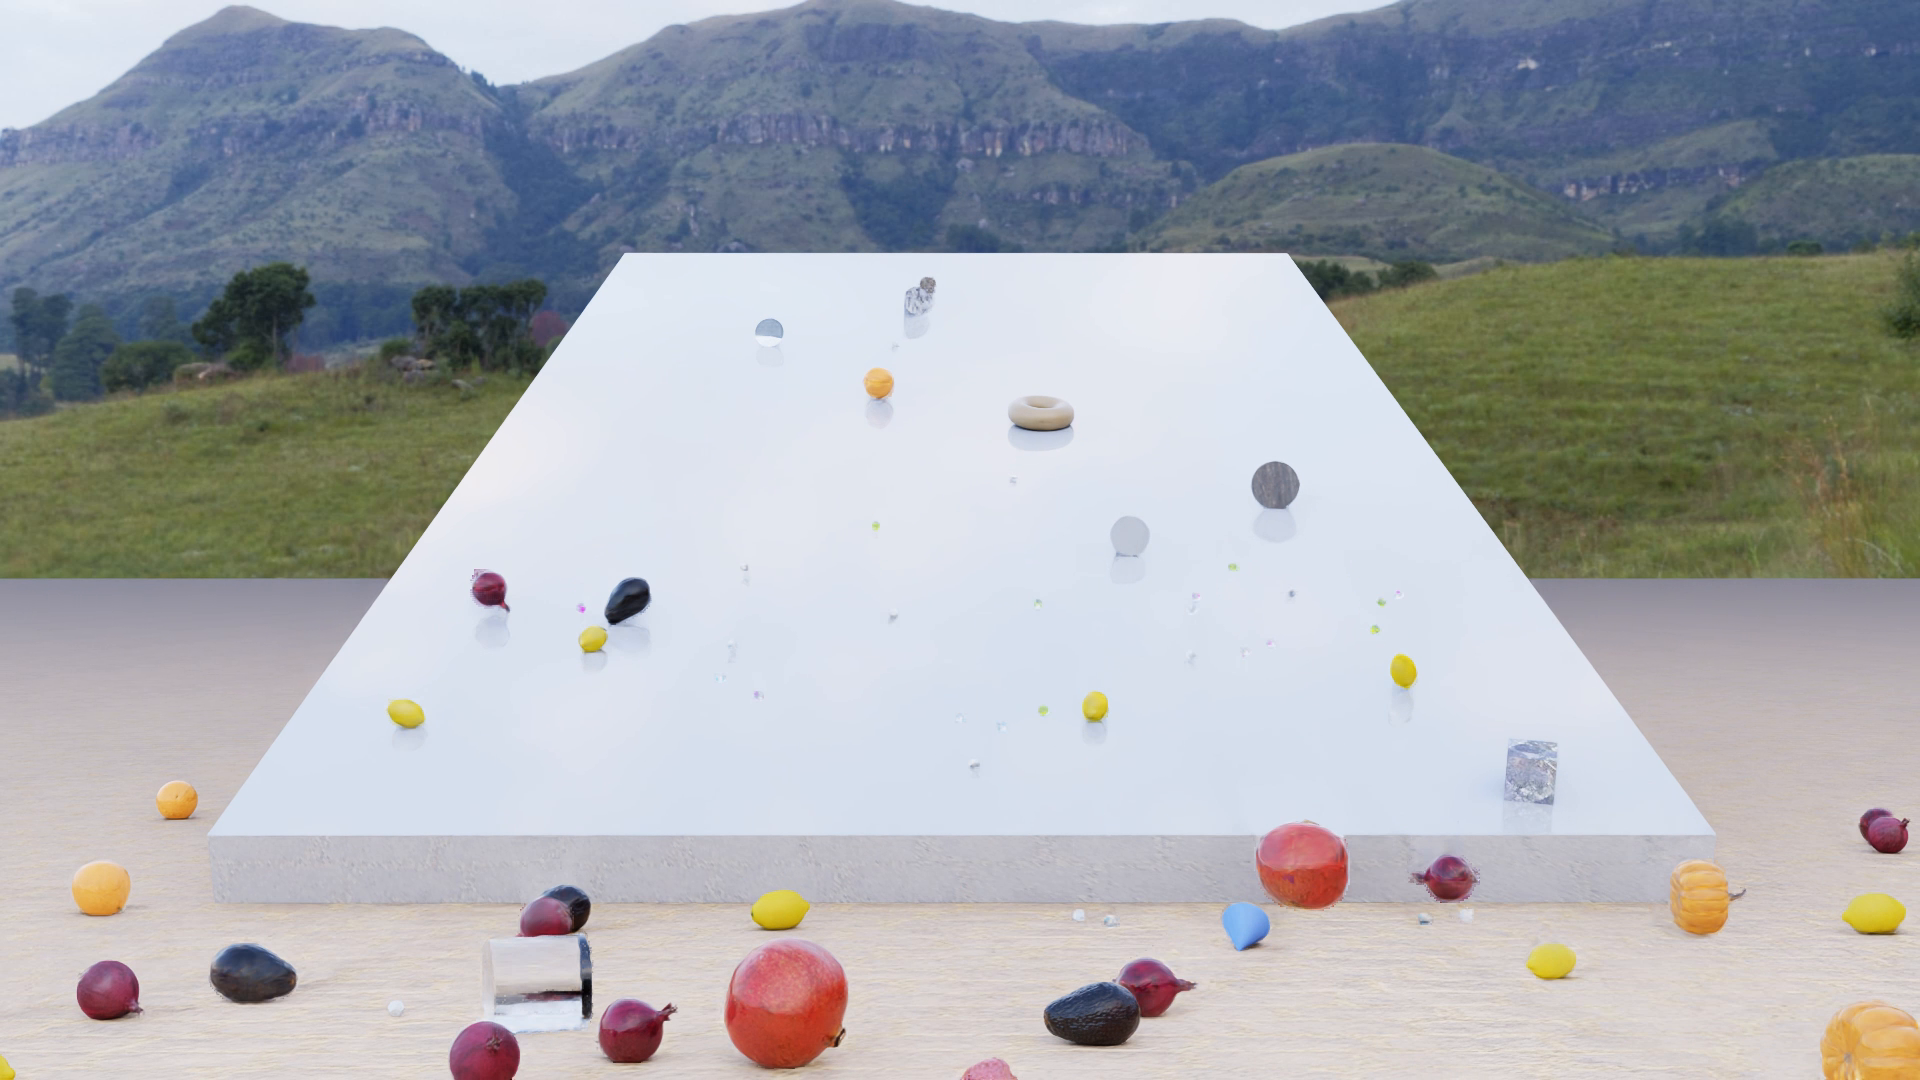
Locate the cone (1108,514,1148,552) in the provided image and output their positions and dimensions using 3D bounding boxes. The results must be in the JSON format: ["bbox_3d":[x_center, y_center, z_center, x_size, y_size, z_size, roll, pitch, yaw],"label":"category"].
[{"bbox_3d":[0.304,-0.002,4.104,0.074,0.074,0.074,0,-20,0],"label":"cone"}]

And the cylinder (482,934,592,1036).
[{"bbox_3d":[-0.408,0.428,2.160,0.091,0.091,0.091,0,-1,-20],"label":"cylinder"}]

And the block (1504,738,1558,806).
[{"bbox_3d":[0.786,0.319,3.087,0.065,0.065,0.065,5,19,13],"label":"block"}]

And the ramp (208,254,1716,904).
[{"bbox_3d":[-0.004,-0.190,4.884,2.000,0.100,4.000,0,18,0],"label":"ramp"}]

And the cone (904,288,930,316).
[{"bbox_3d":[-0.132,-0.627,5.987,0.079,0.079,0.079,0,-11,-29],"label":"cone"}]

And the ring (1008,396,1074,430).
[{"bbox_3d":[0.178,-0.279,4.915,0.148,0.049,0.148,3,20,-1],"label":"ring"}]
